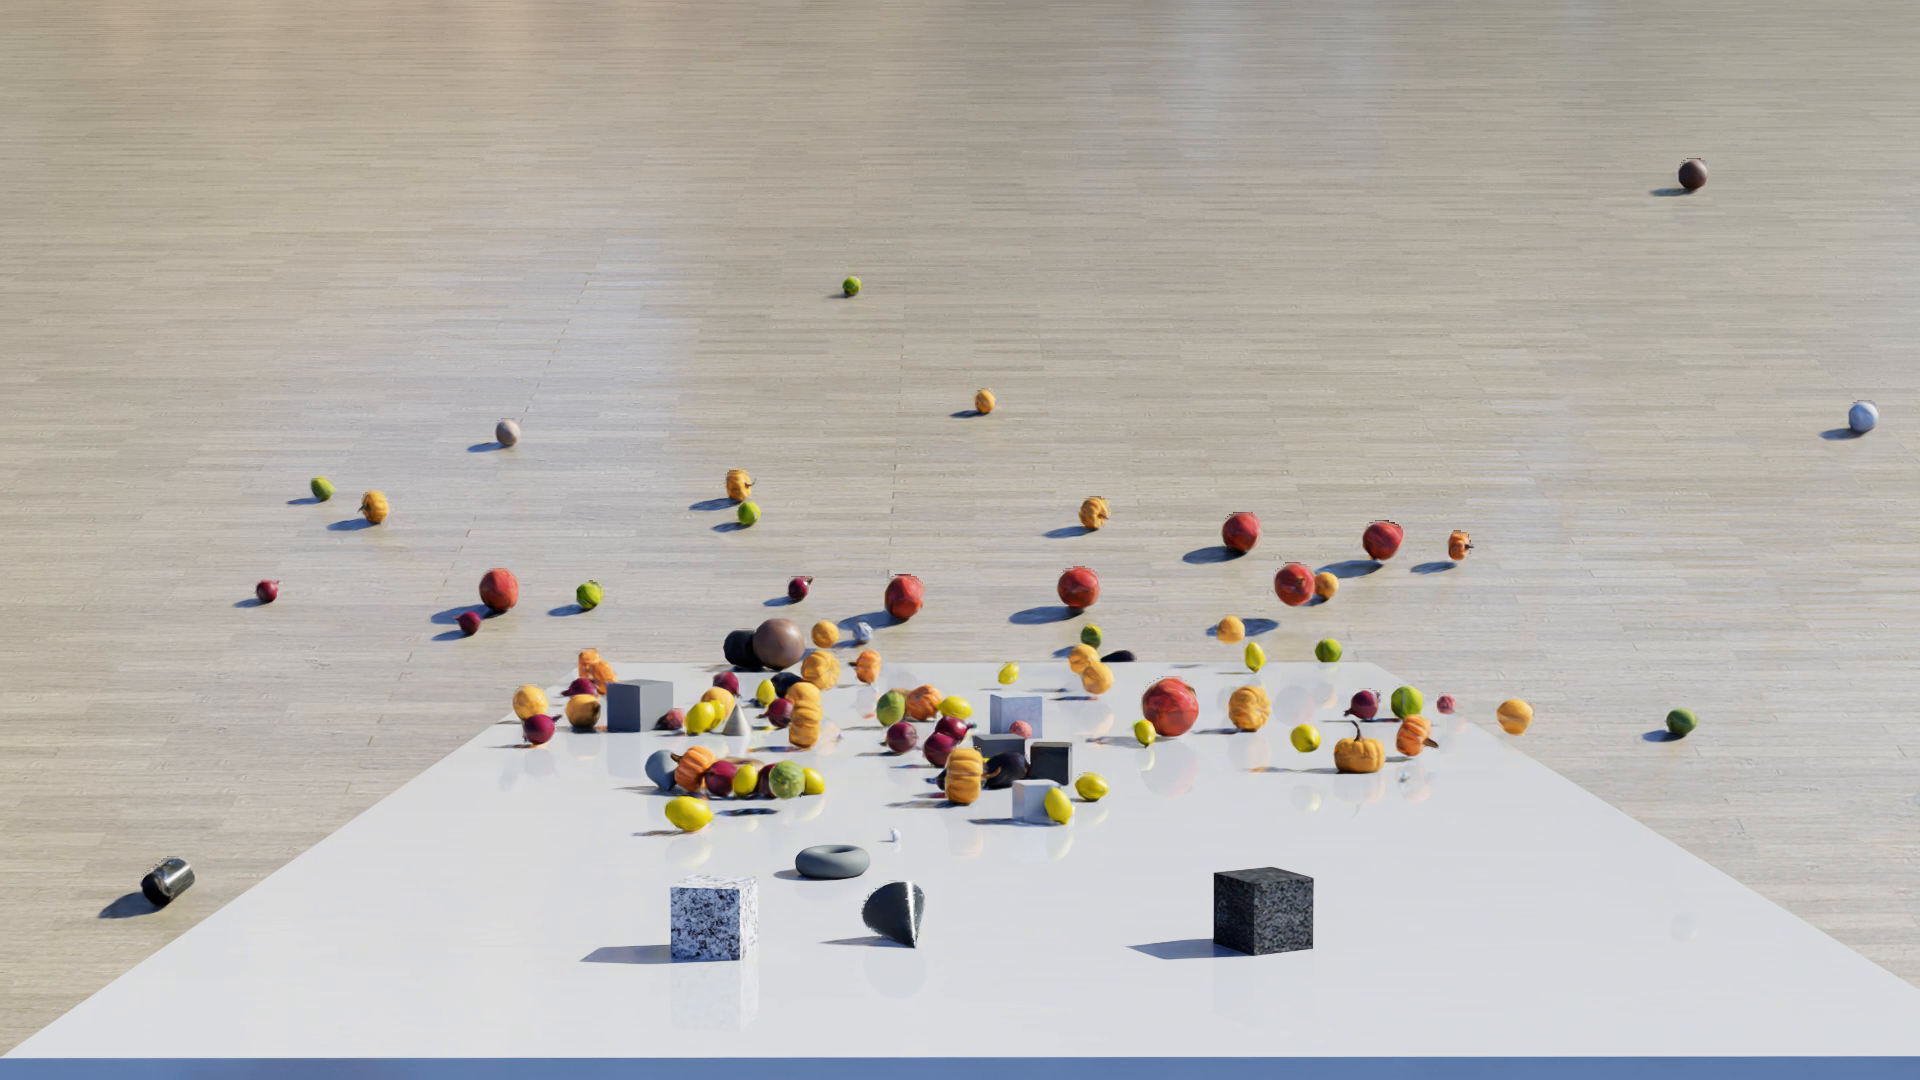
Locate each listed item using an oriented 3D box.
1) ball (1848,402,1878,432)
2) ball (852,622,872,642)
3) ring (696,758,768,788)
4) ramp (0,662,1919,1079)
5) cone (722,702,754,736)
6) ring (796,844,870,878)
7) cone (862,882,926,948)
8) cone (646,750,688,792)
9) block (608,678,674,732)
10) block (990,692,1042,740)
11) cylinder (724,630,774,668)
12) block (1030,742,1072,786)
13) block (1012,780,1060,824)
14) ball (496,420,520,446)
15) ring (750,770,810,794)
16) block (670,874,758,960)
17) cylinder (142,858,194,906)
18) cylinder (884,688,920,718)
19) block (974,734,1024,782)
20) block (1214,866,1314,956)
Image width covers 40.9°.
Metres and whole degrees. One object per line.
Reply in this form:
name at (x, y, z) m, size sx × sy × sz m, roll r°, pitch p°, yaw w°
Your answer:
ball at (2.958, -0.401, 8.421) m, size 0.096 × 0.096 × 0.096 m, roll 0°, pitch 22°, yaw 0°
ball at (-0.260, 0.248, 6.868) m, size 0.054 × 0.054 × 0.054 m, roll 0°, pitch 22°, yaw 0°
ring at (-0.388, 0.397, 4.387) m, size 0.125 × 0.042 × 0.125 m, roll 1°, pitch 3°, yaw 0°
ramp at (0.051, 0.461, 4.533) m, size 2.000 × 0.100 × 4.000 m, roll 0°, pitch 3°, yaw 0°
cone at (-0.441, 0.351, 5.088) m, size 0.065 × 0.065 × 0.065 m, roll 0°, pitch 3°, yaw 0°
ring at (-0.175, 0.443, 3.541) m, size 0.104 × 0.035 × 0.104 m, roll -1°, pitch 3°, yaw 0°
cone at (-0.066, 0.465, 3.077) m, size 0.080 × 0.080 × 0.080 m, roll -8°, pitch 32°, yaw -18°
cone at (-0.494, 0.404, 4.336) m, size 0.074 × 0.074 × 0.074 m, roll -2°, pitch 30°, yaw -6°
block at (-0.642, 0.333, 5.170) m, size 0.094 × 0.094 × 0.094 m, roll 2°, pitch 4°, yaw 38°
block at (0.110, 0.344, 5.037) m, size 0.083 × 0.083 × 0.083 m, roll -1°, pitch 3°, yaw -16°
cylinder at (-0.528, 0.272, 6.426) m, size 0.090 × 0.090 × 0.090 m, roll -18°, pitch 14°, yaw -38°
block at (0.157, 0.383, 4.413) m, size 0.066 × 0.066 × 0.066 m, roll 0°, pitch 3°, yaw 9°
block at (0.119, 0.407, 4.005) m, size 0.059 × 0.059 × 0.059 m, roll 0°, pitch 1°, yaw -18°
ball at (-1.461, -0.347, 8.306) m, size 0.081 × 0.081 × 0.081 m, roll 0°, pitch 22°, yaw 0°
ring at (-0.303, 0.405, 4.320) m, size 0.099 × 0.033 × 0.099 m, roll 0°, pitch 1°, yaw 0°
block at (-0.288, 0.443, 3.026) m, size 0.083 × 0.083 × 0.083 m, roll 0°, pitch 3°, yaw 10°
cylinder at (-1.726, 0.745, 5.602) m, size 0.078 × 0.078 × 0.078 m, roll 8°, pitch 24°, yaw 20°
cylinder at (-0.121, 0.340, 5.377) m, size 0.058 × 0.058 × 0.058 m, roll -12°, pitch 8°, yaw -27°
block at (0.067, 0.377, 4.459) m, size 0.073 × 0.073 × 0.073 m, roll -1°, pitch 3°, yaw -13°
block at (0.361, 0.441, 3.058) m, size 0.085 × 0.085 × 0.085 m, roll -2°, pitch 3°, yaw -28°
